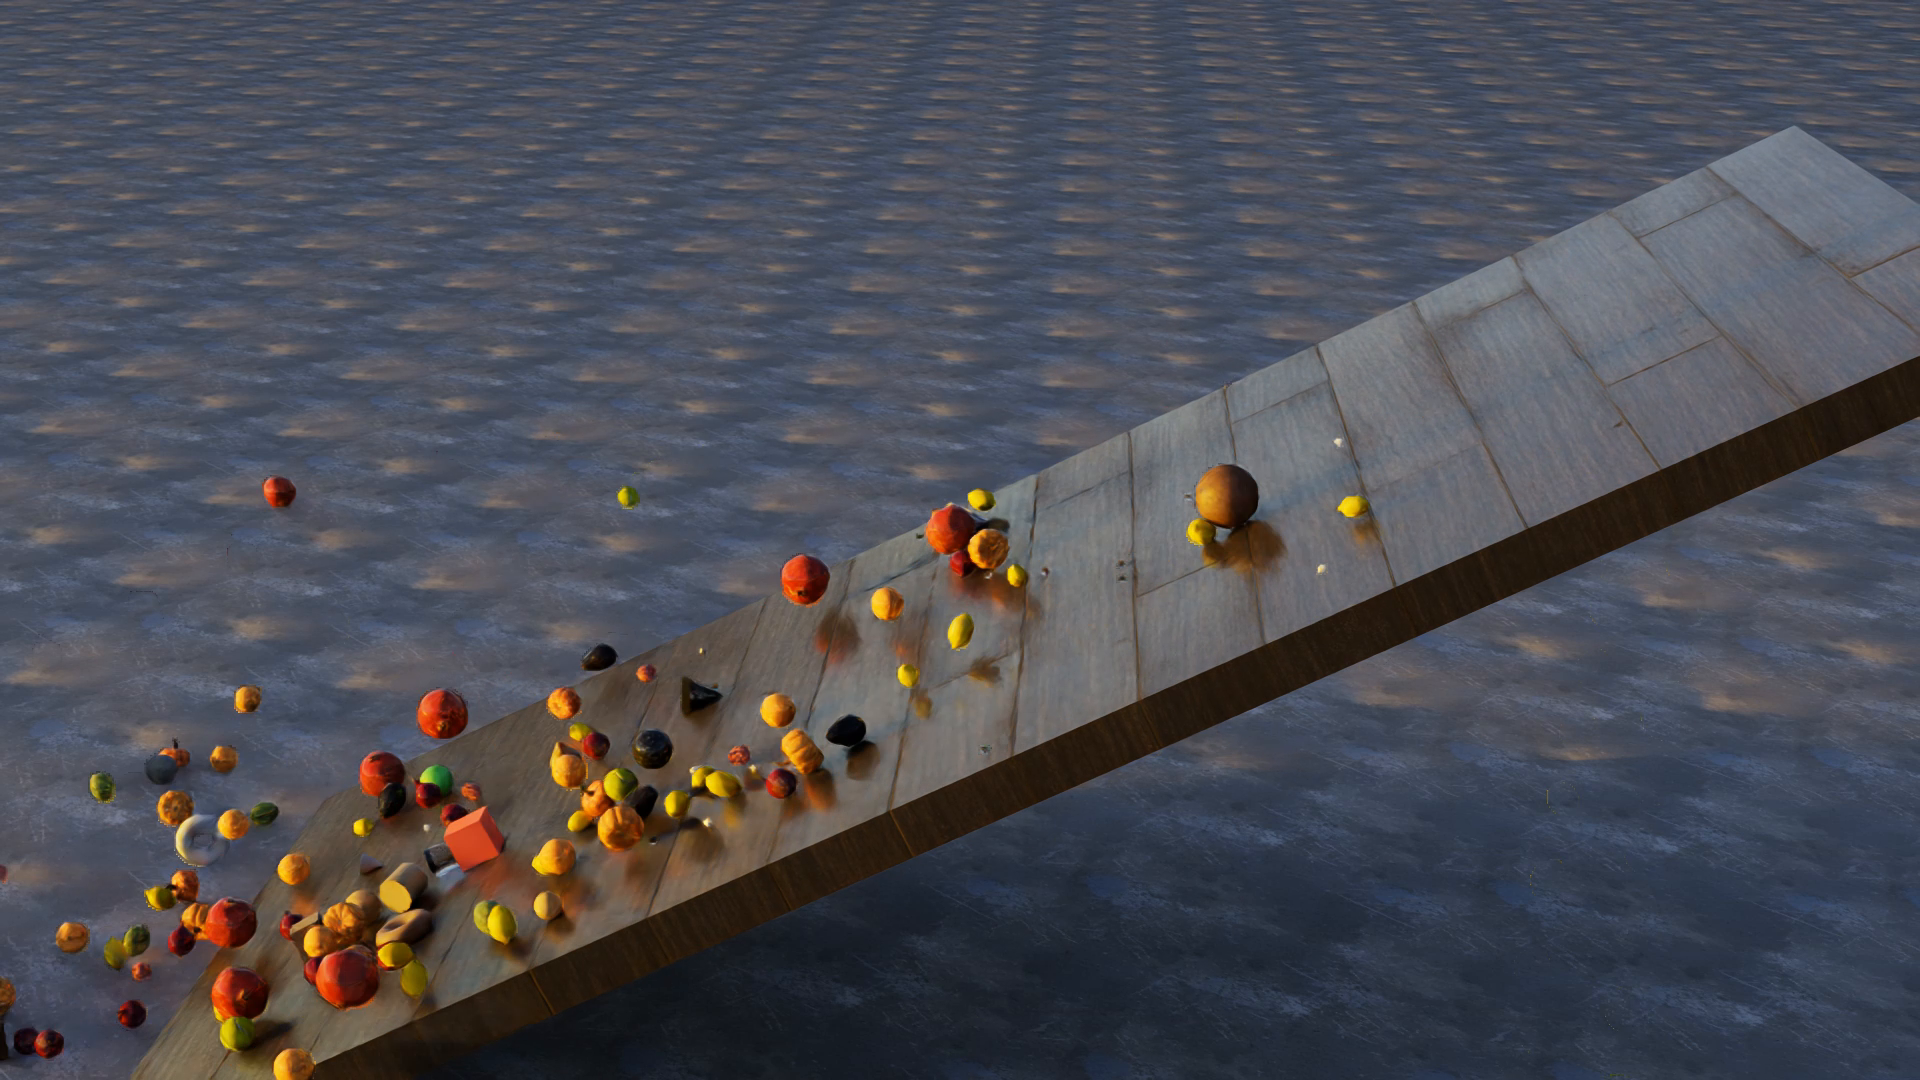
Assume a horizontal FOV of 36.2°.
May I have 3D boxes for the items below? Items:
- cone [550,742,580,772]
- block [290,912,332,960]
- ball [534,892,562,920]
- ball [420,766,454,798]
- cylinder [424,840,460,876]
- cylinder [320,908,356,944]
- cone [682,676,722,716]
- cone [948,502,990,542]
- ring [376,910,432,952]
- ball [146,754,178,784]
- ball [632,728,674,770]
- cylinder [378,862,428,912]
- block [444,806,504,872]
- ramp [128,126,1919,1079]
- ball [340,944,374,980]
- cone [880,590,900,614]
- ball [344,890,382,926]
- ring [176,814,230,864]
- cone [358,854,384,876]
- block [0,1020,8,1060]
[{"bbox_3d":[-0.898,0.474,6.630,0.072,0.072,0.072,-6,50,7],"label":"cone"},{"bbox_3d":[-1.383,0.844,6.272,0.065,0.065,0.065,-27,13,-2],"label":"block"},{"bbox_3d":[-0.796,0.708,5.688,0.055,0.055,0.055,0,16,0],"label":"ball"},{"bbox_3d":[-1.244,0.575,6.994,0.078,0.078,0.078,0,16,0],"label":"ball"},{"bbox_3d":[-1.111,0.684,6.355,0.066,0.066,0.066,-25,15,6],"label":"cylinder"},{"bbox_3d":[-1.326,0.822,6.268,0.056,0.056,0.056,-27,19,-2],"label":"cylinder"},{"bbox_3d":[-0.582,0.351,6.657,0.090,0.090,0.090,0,16,-4],"label":"cone"},{"bbox_3d":[0.025,-0.044,6.988,0.096,0.096,0.096,-2,16,-10],"label":"cone"},{"bbox_3d":[-1.139,0.800,6.028,0.125,0.042,0.125,-24,13,6],"label":"ring"},{"bbox_3d":[-2.146,0.616,7.905,0.082,0.082,0.082,0,16,0],"label":"ball"},{"bbox_3d":[-0.630,0.428,6.025,0.084,0.084,0.084,0,16,0],"label":"ball"},{"bbox_3d":[-1.183,0.738,6.254,0.076,0.076,0.076,6,26,18],"label":"cylinder"},{"bbox_3d":[-1.046,0.644,6.335,0.088,0.088,0.088,-25,13,6],"label":"block"},{"bbox_3d":[0.137,0.168,6.281,4.000,0.100,2.000,-25,13,9],"label":"ramp"},{"bbox_3d":[-1.213,0.849,5.920,0.069,0.069,0.069,0,16,0],"label":"ball"},{"bbox_3d":[-0.171,0.132,6.669,0.055,0.055,0.055,-25,13,6],"label":"cone"},{"bbox_3d":[-1.271,0.783,6.263,0.077,0.077,0.077,0,16,0],"label":"ball"},{"bbox_3d":[-1.888,0.747,7.339,0.134,0.134,0.045,-4,18,-12],"label":"ring"},{"bbox_3d":[-1.326,0.736,6.662,0.052,0.052,0.052,-9,13,19],"label":"cone"},{"bbox_3d":[-2.097,1.073,6.312,0.081,0.081,0.081,-12,14,-29],"label":"block"}]
